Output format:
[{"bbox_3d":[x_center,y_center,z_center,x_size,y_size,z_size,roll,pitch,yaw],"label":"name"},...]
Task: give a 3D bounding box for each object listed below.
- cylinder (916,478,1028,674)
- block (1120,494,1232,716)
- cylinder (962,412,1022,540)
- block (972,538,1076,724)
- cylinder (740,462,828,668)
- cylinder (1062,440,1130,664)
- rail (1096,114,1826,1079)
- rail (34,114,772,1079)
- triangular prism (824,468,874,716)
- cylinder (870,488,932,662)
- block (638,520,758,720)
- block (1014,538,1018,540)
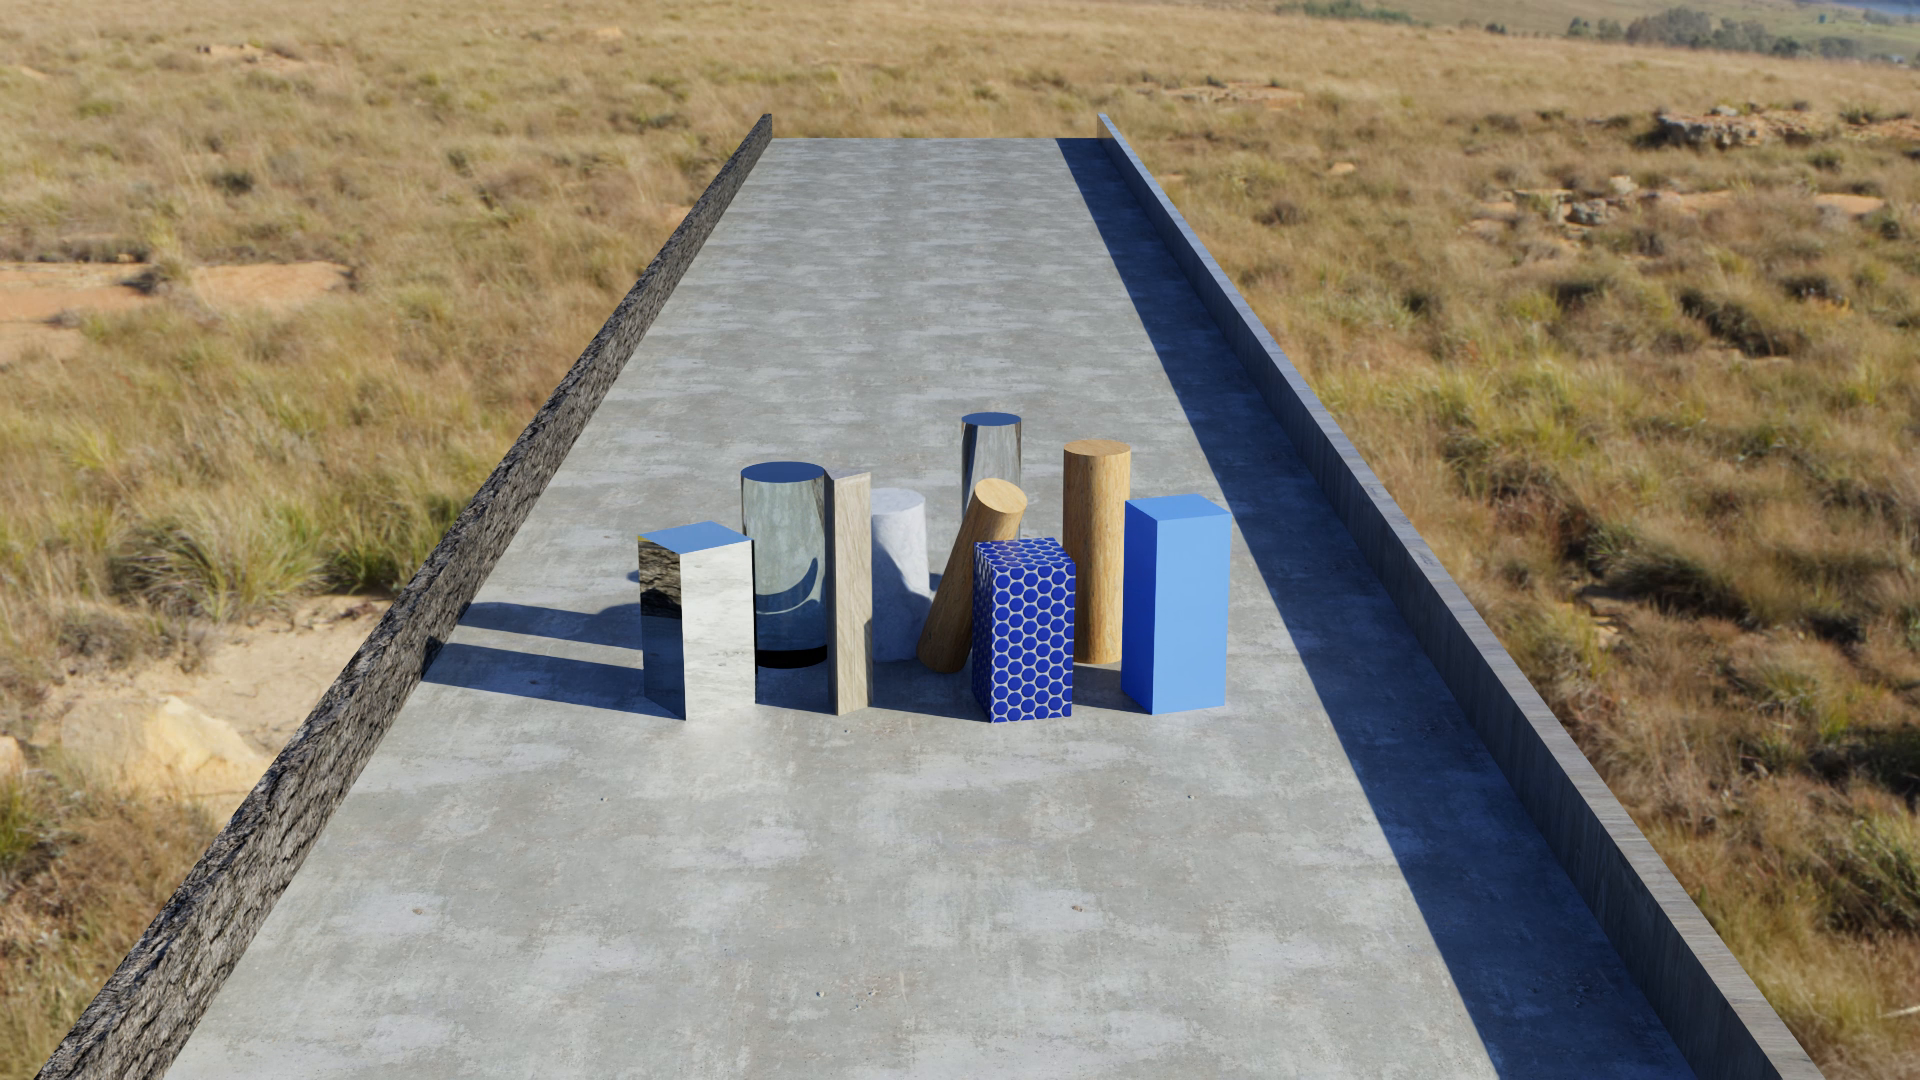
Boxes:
[{"bbox_3d":[0.020,0.073,4.255,0.103,0.412,0.103,13,37,-10],"label":"cylinder"},{"bbox_3d":[0.407,0.120,4.160,0.150,0.379,0.150,-6,17,-19],"label":"block"},{"bbox_3d":[0.065,-0.043,4.611,0.124,0.433,0.124,0,17,0],"label":"cylinder"},{"bbox_3d":[0.117,0.167,4.122,0.155,0.302,0.155,-4,20,-12],"label":"block"},{"bbox_3d":[-0.349,0.049,4.391,0.168,0.382,0.168,0,17,0],"label":"cylinder"},{"bbox_3d":[0.271,0.023,4.394,0.132,0.430,0.132,0,17,0],"label":"cylinder"},{"bbox_3d":[0.932,-0.844,7.801,0.050,0.150,12.000,0,17,-1],"label":"rail"},{"bbox_3d":[-1.118,-0.838,7.780,0.050,0.150,12.000,0,17,-1],"label":"rail"},{"bbox_3d":[-0.224,0.093,4.111,0.089,0.458,0.077,-15,22,-41],"label":"triangular prism"},{"bbox_3d":[-0.152,0.069,4.433,0.180,0.310,0.180,-3,18,1],"label":"cylinder"},{"bbox_3d":[-0.494,0.150,4.154,0.159,0.324,0.159,-12,20,-35],"label":"block"},{"bbox_3d":[0.223,0.081,4.770,0.380,0.105,0.105,9,19,28],"label":"block"}]
